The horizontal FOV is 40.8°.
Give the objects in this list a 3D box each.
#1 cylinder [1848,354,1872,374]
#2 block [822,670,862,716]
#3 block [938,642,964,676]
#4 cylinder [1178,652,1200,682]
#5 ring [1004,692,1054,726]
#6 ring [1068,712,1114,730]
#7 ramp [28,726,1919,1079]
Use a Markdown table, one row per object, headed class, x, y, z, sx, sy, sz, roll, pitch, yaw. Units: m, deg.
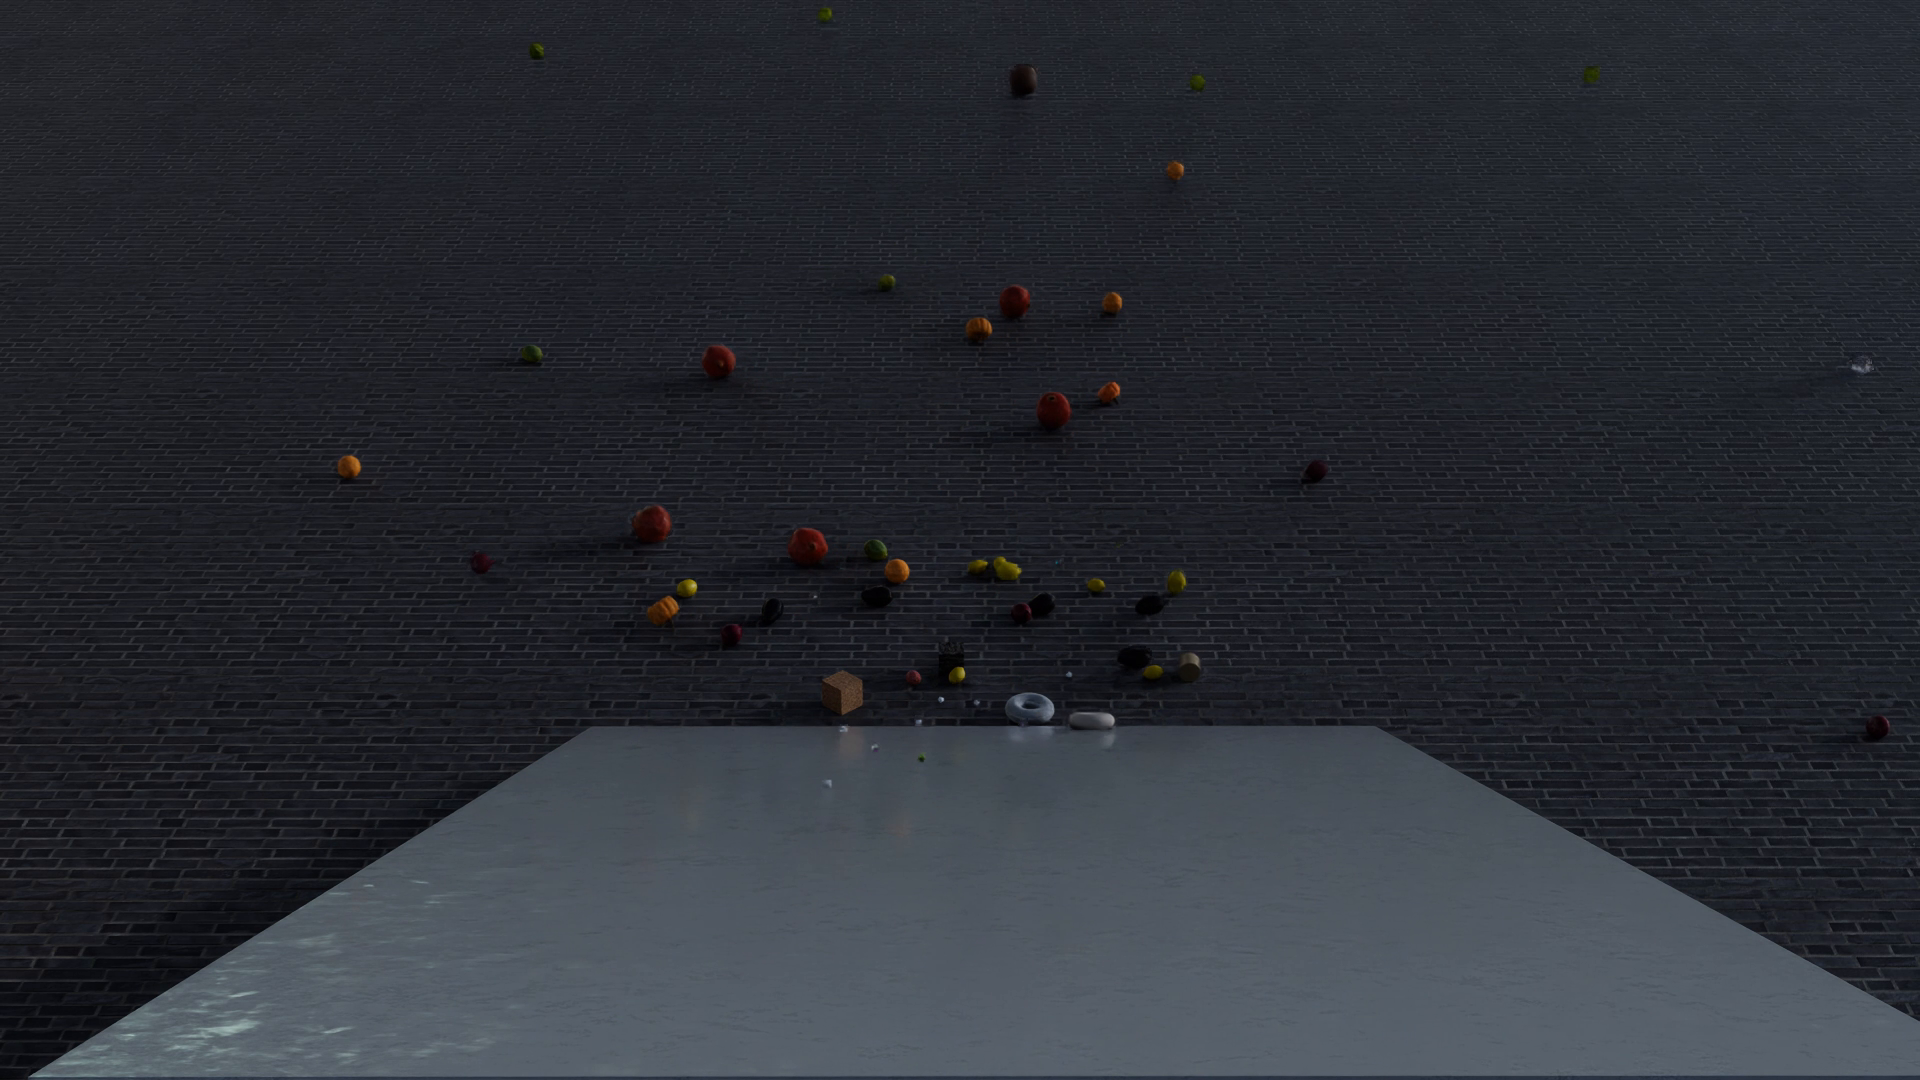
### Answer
| class | x | y | z | sx | sy | sz | roll | pitch | yaw |
| --- | --- | --- | --- | --- | --- | --- | --- | --- | --- |
| cylinder | 3.070 | -0.601 | 8.807 | 0.054 | 0.054 | 0.054 | -18 | 32 | -30 |
| block | -0.312 | 0.404 | 6.842 | 0.076 | 0.076 | 0.076 | 25 | 36 | 39 |
| block | -0.024 | 0.323 | 7.008 | 0.068 | 0.068 | 0.068 | 0 | 27 | -1 |
| cylinder | 0.619 | 0.343 | 6.979 | 0.059 | 0.059 | 0.059 | 2 | 27 | 3 |
| ring | 0.184 | 0.445 | 6.799 | 0.131 | 0.044 | 0.131 | 1 | 26 | -1 |
| ring | 0.332 | 0.457 | 6.530 | 0.118 | 0.039 | 0.118 | 1 | 0 | 0 |
| ramp | 0.062 | 0.557 | 4.594 | 2.000 | 0.100 | 4.000 | 0 | 1 | 0 |
